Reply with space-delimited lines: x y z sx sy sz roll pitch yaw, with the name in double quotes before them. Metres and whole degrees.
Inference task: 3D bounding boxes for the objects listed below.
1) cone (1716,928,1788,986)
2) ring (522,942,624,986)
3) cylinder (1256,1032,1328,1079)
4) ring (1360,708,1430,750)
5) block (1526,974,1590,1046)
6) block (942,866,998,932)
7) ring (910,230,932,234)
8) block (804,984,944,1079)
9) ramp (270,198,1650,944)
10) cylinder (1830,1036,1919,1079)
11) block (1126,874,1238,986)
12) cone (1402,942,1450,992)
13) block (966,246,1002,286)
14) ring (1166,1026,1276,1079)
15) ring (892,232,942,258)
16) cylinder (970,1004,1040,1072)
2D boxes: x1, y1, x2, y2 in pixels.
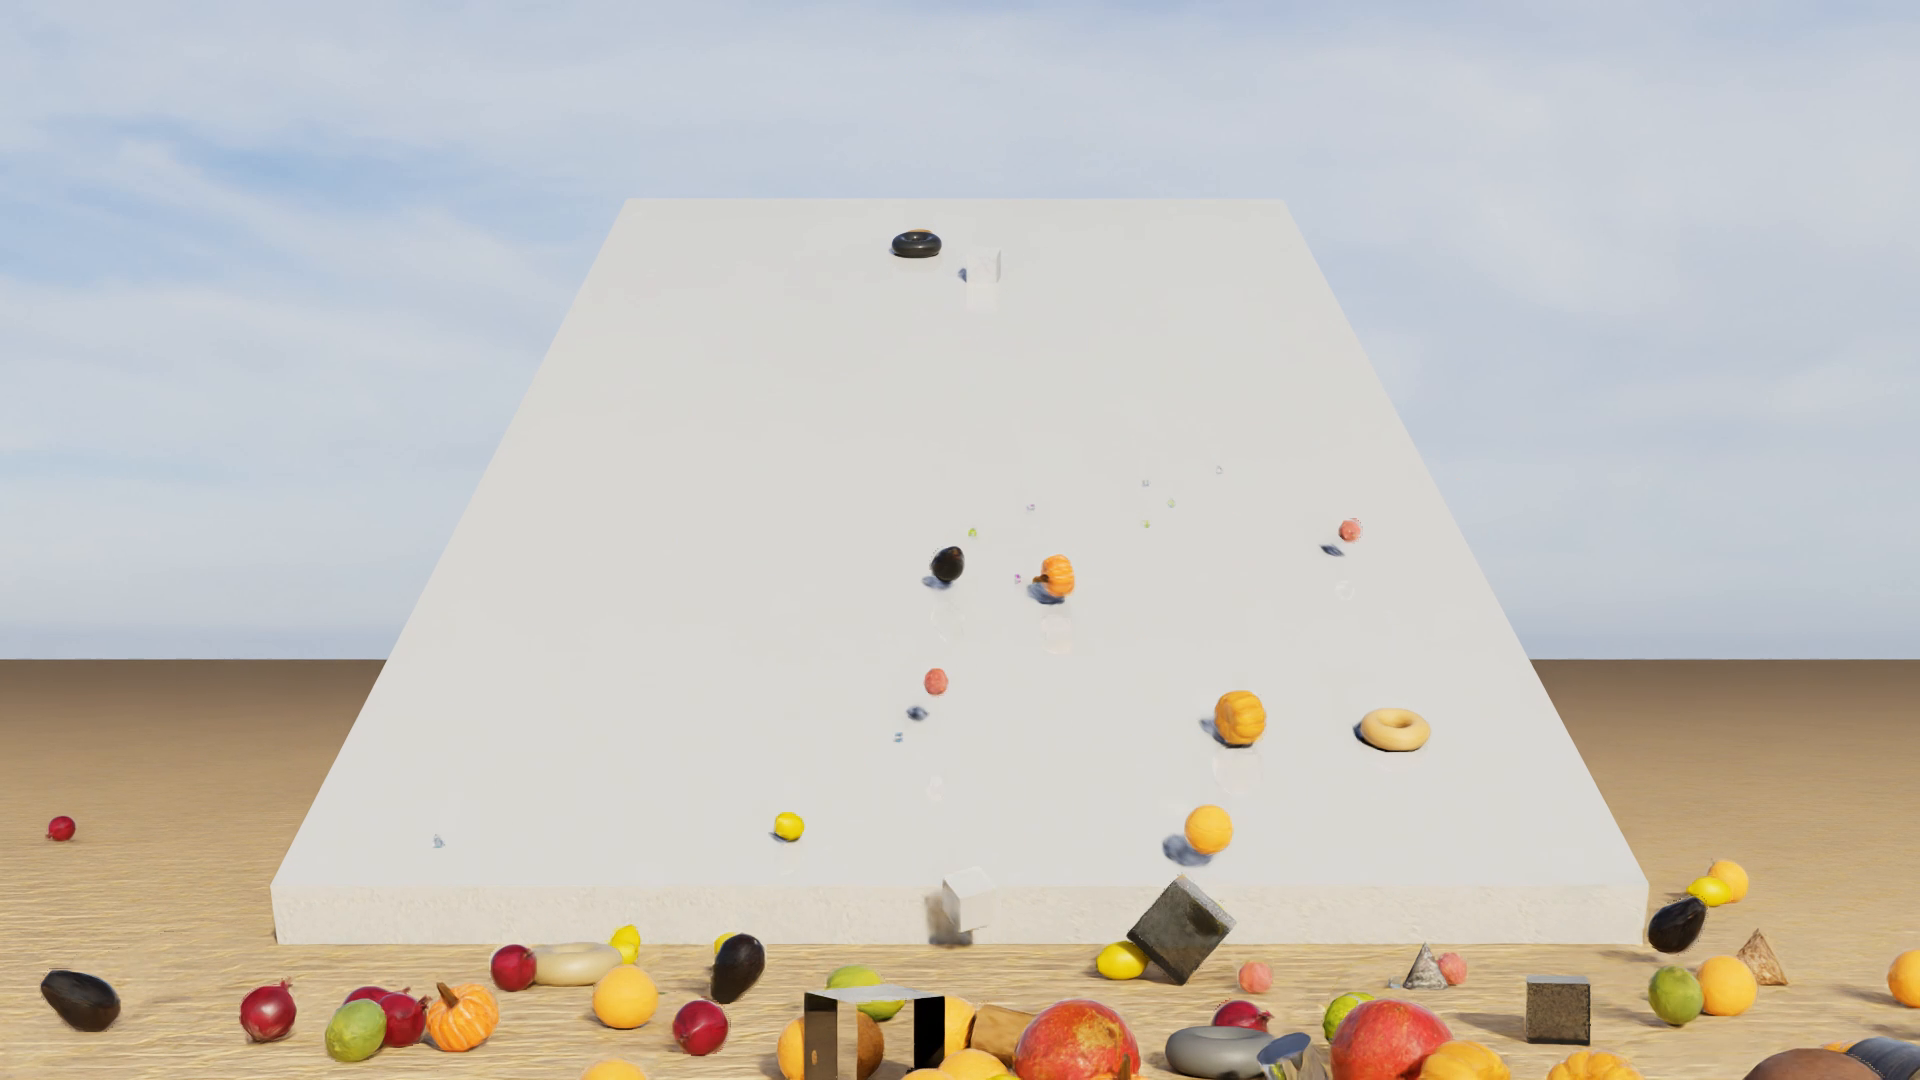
"cone" 1.012 0.555 2.978 0.079 0.079 0.079 -28 -8 9
"ring" -0.504 0.553 3.006 0.130 0.043 0.130 -1 -2 0
"cylinder" 0.312 0.496 2.147 0.054 0.054 0.054 -24 9 4
"ring" 0.709 0.308 3.760 0.114 0.038 0.114 1 22 0
"block" 0.661 0.519 2.551 0.066 0.066 0.066 -1 -3 12
"block" 0.014 0.508 3.268 0.059 0.059 0.059 -13 31 -22
"ring" -0.117 -0.862 6.568 0.089 0.030 0.089 -1 23 1
"block" -0.083 0.487 2.224 0.098 0.098 0.098 2 -3 -34
"ramp" -0.007 -0.224 5.209 2.000 0.100 4.000 0 23 0
"cylinder" 0.795 0.472 1.922 0.099 0.099 0.099 1 -3 -11
"block" 0.289 0.507 3.005 0.096 0.096 0.096 41 6 11
"cone" 0.595 0.542 2.946 0.059 0.059 0.059 0 -3 0
"block" 0.065 -0.738 6.204 0.080 0.080 0.080 4 23 9
"ring" 0.270 0.523 2.355 0.120 0.040 0.120 1 -3 0
"ring" -0.121 -0.827 6.462 0.143 0.048 0.143 -1 24 0
"cylinder" 0.047 0.509 2.360 0.058 0.058 0.058 10 0 15
